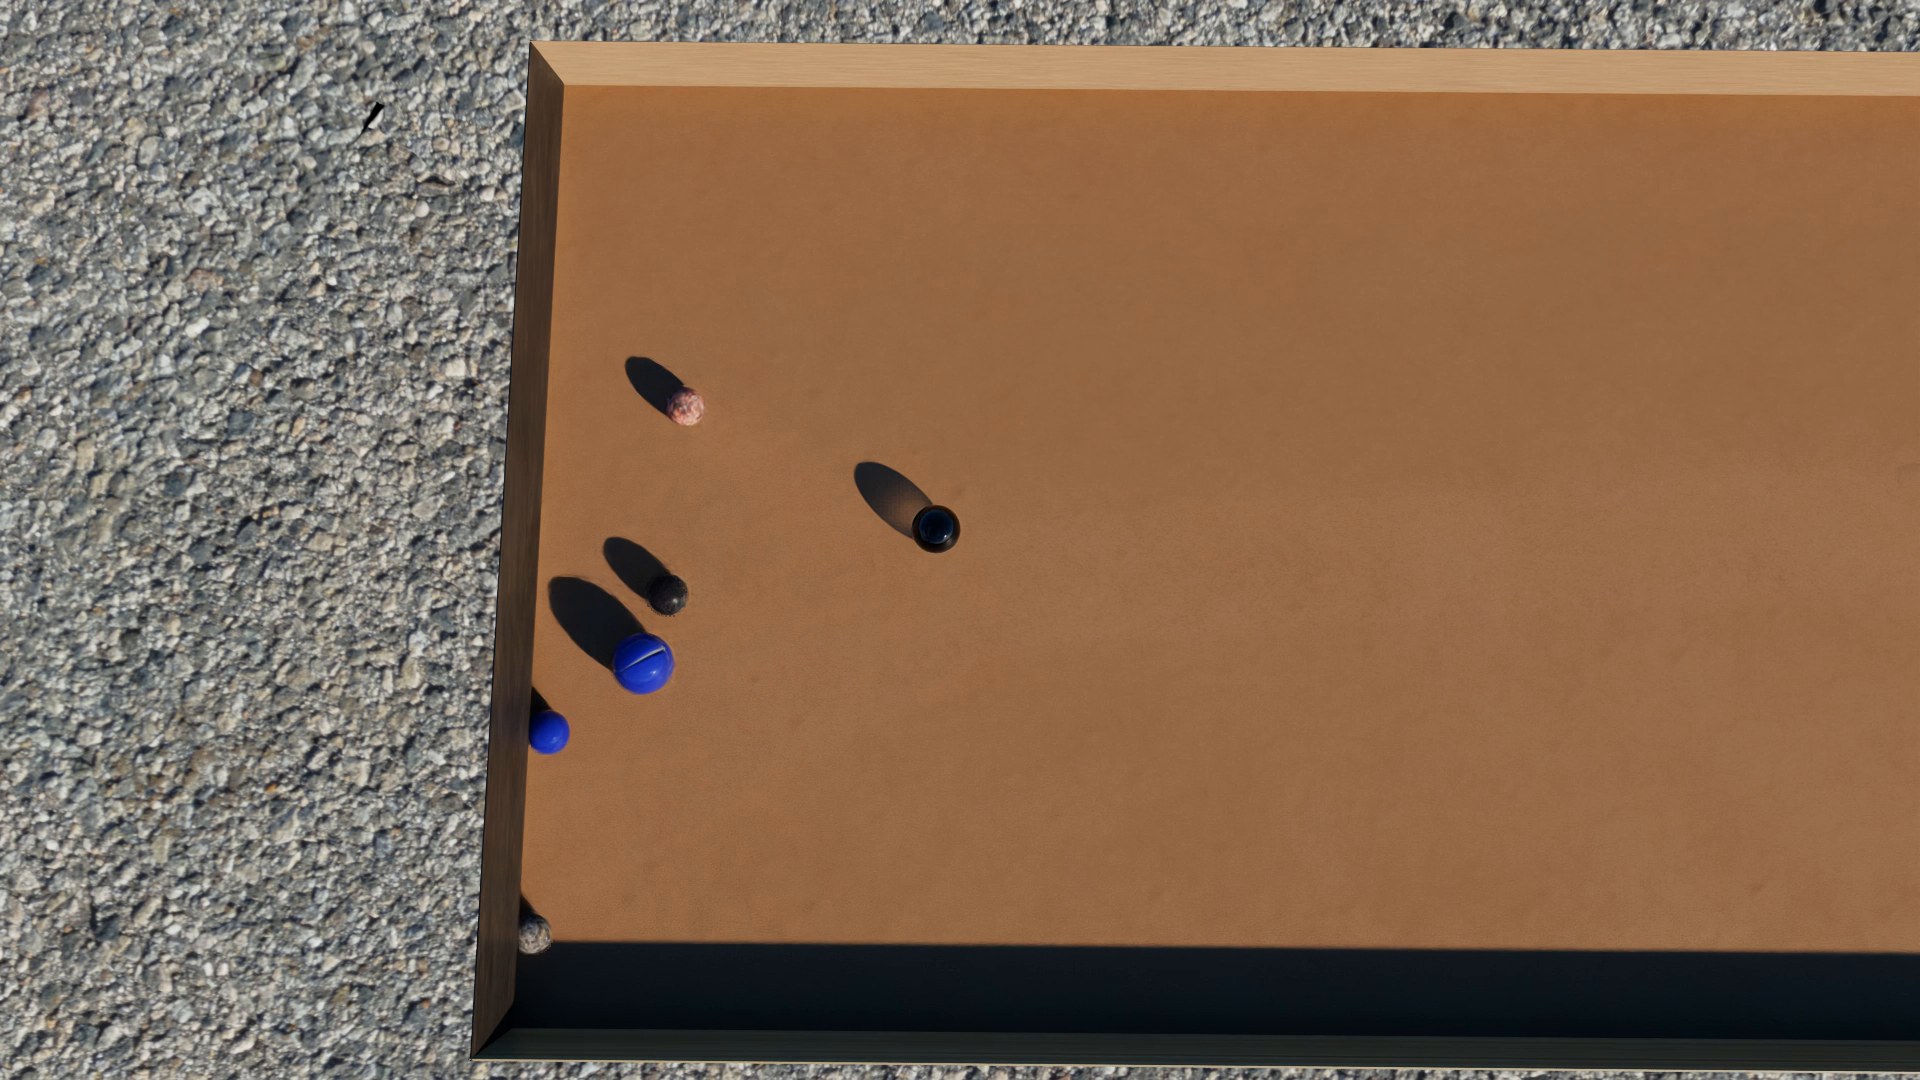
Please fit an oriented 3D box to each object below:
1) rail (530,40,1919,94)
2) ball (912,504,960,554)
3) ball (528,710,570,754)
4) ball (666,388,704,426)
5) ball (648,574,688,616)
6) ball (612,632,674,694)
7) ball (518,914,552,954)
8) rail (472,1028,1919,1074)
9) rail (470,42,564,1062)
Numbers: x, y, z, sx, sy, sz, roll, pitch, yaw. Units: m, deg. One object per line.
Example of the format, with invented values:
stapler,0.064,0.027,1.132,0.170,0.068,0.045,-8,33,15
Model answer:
rail,0.683,-0.730,3.470,2.708,0.119,0.045,0,77,0
ball,-0.036,-0.016,3.325,0.075,0.075,0.075,0,77,0
ball,-0.611,0.285,3.258,0.065,0.065,0.065,0,77,0
ball,-0.422,-0.204,3.377,0.059,0.059,0.059,0,77,0
ball,-0.439,0.082,3.308,0.062,0.062,0.062,0,77,0
ball,-0.470,0.183,3.269,0.092,0.092,0.092,0,77,0
ball,-0.622,0.572,3.195,0.057,0.057,0.057,0,77,0
rail,0.670,0.728,3.124,2.708,0.119,0.045,0,77,0
rail,-0.653,-0.012,3.300,0.045,0.119,1.546,0,77,0
